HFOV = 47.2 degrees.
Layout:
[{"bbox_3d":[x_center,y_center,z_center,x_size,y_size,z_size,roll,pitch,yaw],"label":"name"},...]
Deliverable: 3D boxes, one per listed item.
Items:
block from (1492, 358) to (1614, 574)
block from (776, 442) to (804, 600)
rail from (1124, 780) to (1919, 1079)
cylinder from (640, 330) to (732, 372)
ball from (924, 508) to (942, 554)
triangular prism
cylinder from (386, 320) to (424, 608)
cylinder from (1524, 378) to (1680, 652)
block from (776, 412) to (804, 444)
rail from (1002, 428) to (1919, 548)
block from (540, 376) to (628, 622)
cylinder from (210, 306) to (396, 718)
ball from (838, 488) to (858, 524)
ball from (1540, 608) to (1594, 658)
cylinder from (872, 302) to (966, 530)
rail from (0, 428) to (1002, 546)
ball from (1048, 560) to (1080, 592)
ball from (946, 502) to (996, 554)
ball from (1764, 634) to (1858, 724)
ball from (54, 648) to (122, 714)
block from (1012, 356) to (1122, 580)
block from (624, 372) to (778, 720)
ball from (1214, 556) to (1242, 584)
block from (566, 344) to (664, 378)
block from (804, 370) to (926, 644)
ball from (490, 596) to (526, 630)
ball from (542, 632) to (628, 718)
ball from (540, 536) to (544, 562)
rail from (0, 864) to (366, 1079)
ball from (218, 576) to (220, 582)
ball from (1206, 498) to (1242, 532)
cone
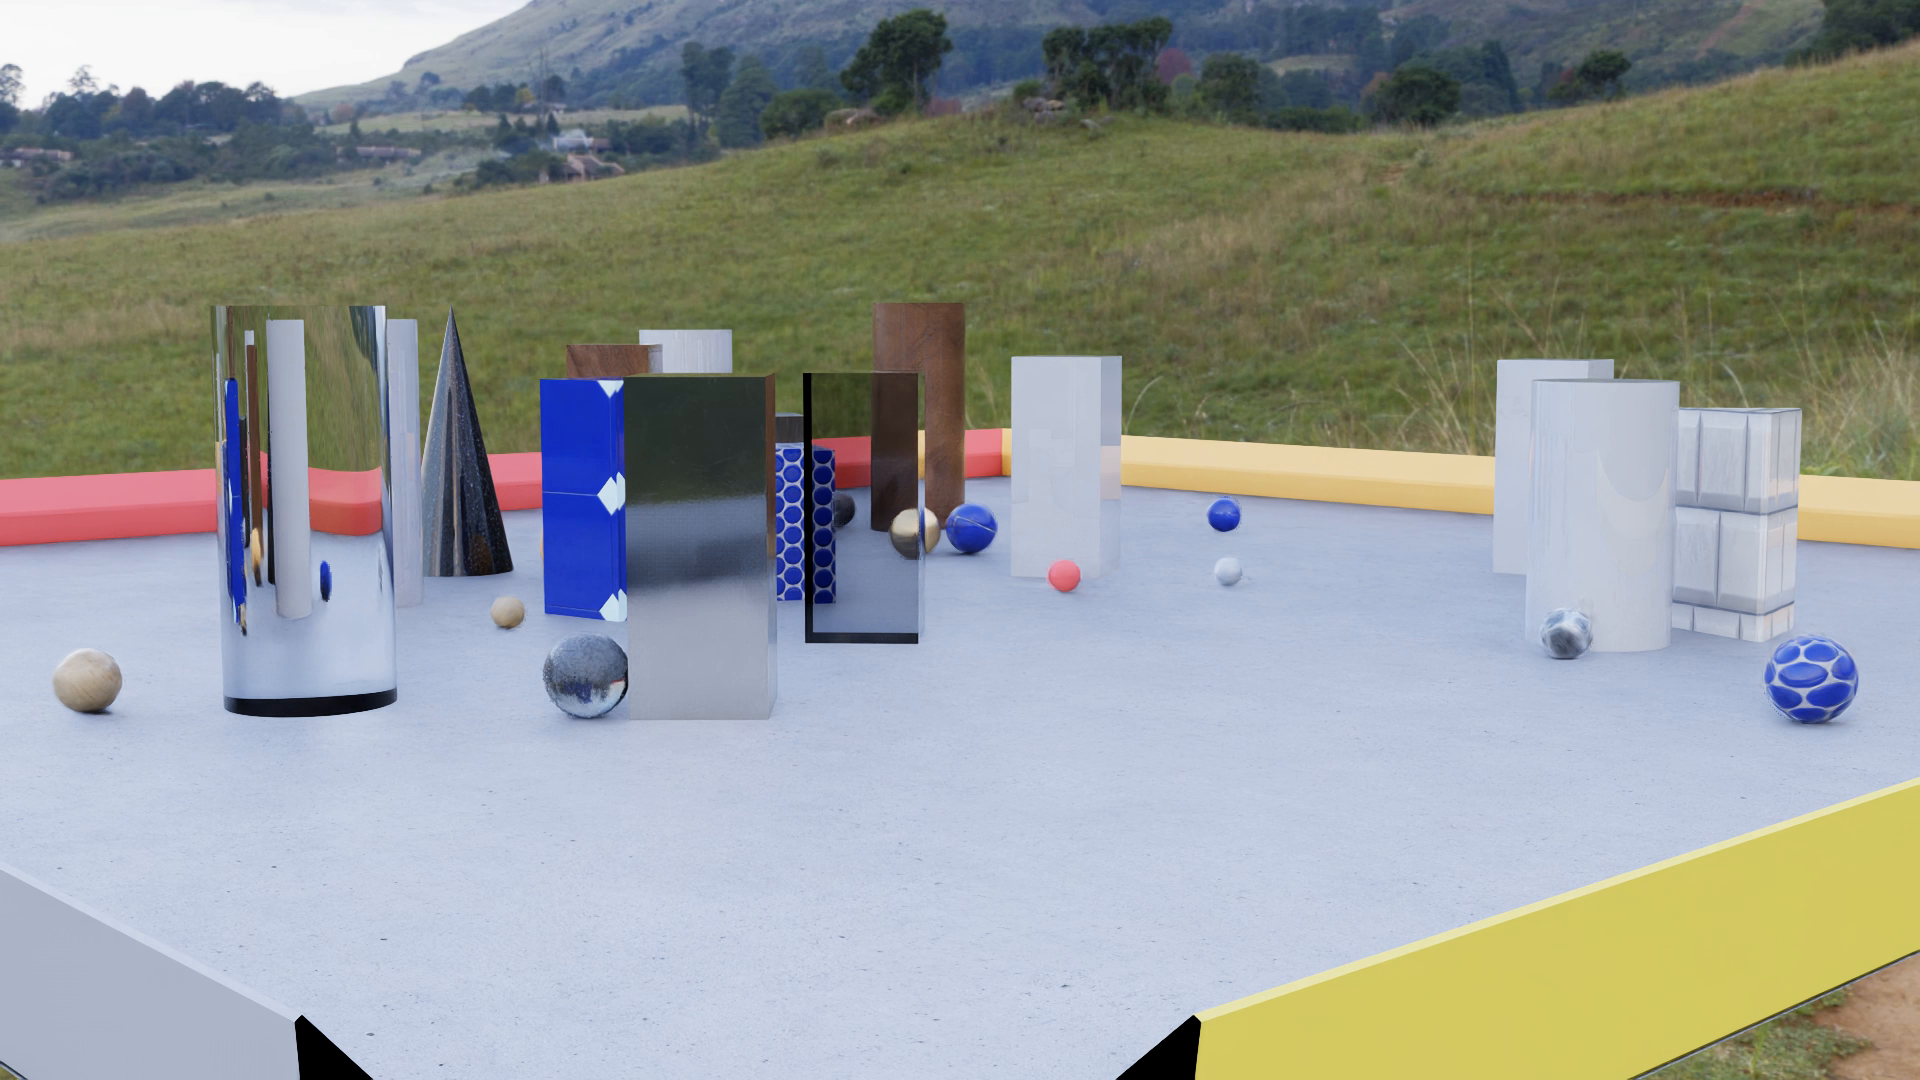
[{"bbox_3d":[1.002,-0.125,3.714,0.151,0.357,0.151,4,7,32],"label":"block"},{"bbox_3d":[-0.278,-0.031,3.417,0.151,0.231,0.151,-2,6,-15],"label":"block"},{"bbox_3d":[1.200,0.169,2.039,3.617,0.123,0.045,-6,8,-42],"label":"rail"},{"bbox_3d":[-0.563,-0.233,4.531,0.189,0.399,0.189,0,6,0],"label":"cylinder"},{"bbox_3d":[-0.078,-0.016,3.961,0.089,0.089,0.089,0,6,0],"label":"ball"},{"bbox_3d":[1.056,-0.027,3.029,0.142,0.306,0.164,4,7,34],"label":"triangular prism"},{"bbox_3d":[-0.907,-0.117,3.305,0.189,0.427,0.189,0,6,0],"label":"cylinder"},{"bbox_3d":[0.855,-0.038,2.931,0.189,0.348,0.189,0,6,0],"label":"cylinder"},{"bbox_3d":[-0.385,-0.125,4.279,0.151,0.238,0.151,-1,6,-13],"label":"block"},{"bbox_3d":[1.312,-0.095,4.536,0.045,0.123,3.587,-6,8,-42],"label":"rail"},{"bbox_3d":[-0.502,-0.065,3.214,0.151,0.342,0.151,4,7,36],"label":"block"},{"bbox_3d":[-0.734,-0.038,2.467,0.189,0.446,0.189,0,6,0],"label":"cylinder"},{"bbox_3d":[-0.248,-0.070,4.533,0.075,0.075,0.075,0,6,0],"label":"ball"},{"bbox_3d":[0.773,0.118,2.800,0.065,0.065,0.065,0,6,0],"label":"ball"},{"bbox_3d":[-0.083,-0.254,4.472,0.189,0.454,0.189,0,6,0],"label":"cylinder"},{"bbox_3d":[-1.200,-0.105,4.626,3.617,0.123,0.045,-6,8,-42],"label":"rail"},{"bbox_3d":[0.165,0.056,3.458,0.051,0.051,0.051,0,6,0],"label":"ball"},{"bbox_3d":[0.020,-0.022,3.995,0.092,0.092,0.092,0,6,0],"label":"ball"},{"bbox_3d":[0.916,0.149,2.365,0.095,0.095,0.095,0,6,0],"label":"ball"},{"bbox_3d":[-0.961,0.155,2.422,0.071,0.071,0.071,0,6,0],"label":"ball"},{"bbox_3d":[0.180,-0.126,3.692,0.151,0.364,0.151,2,6,17],"label":"block"},{"bbox_3d":[-0.284,0.003,2.438,0.151,0.371,0.151,0,6,-1],"label":"block"},{"bbox_3d":[0.433,0.049,3.546,0.045,0.045,0.045,0,6,0],"label":"ball"},{"bbox_3d":[-0.642,-0.177,4.113,0.151,0.377,0.151,0,6,2],"label":"block"},{"bbox_3d":[-0.128,-0.049,2.980,0.151,0.359,0.151,0,6,2],"label":"block"},{"bbox_3d":[-0.628,0.100,3.054,0.047,0.047,0.047,0,6,0],"label":"ball"},{"bbox_3d":[-0.406,0.147,2.393,0.094,0.094,0.094,0,6,0],"label":"ball"},{"bbox_3d":[-0.653,0.014,3.659,0.091,0.091,0.091,0,6,0],"label":"ball"},{"bbox_3d":[-1.312,0.159,2.128,0.045,0.123,3.587,-6,8,-42],"label":"rail"},{"bbox_3d":[-1.100,0.059,3.363,0.064,0.064,0.064,0,6,0],"label":"ball"},{"bbox_3d":[0.526,-0.050,4.382,0.068,0.068,0.068,0,6,0],"label":"ball"},{"bbox_3d":[-0.855,-0.173,3.718,0.189,0.451,0.189,0,6,0],"label":"cone"}]
